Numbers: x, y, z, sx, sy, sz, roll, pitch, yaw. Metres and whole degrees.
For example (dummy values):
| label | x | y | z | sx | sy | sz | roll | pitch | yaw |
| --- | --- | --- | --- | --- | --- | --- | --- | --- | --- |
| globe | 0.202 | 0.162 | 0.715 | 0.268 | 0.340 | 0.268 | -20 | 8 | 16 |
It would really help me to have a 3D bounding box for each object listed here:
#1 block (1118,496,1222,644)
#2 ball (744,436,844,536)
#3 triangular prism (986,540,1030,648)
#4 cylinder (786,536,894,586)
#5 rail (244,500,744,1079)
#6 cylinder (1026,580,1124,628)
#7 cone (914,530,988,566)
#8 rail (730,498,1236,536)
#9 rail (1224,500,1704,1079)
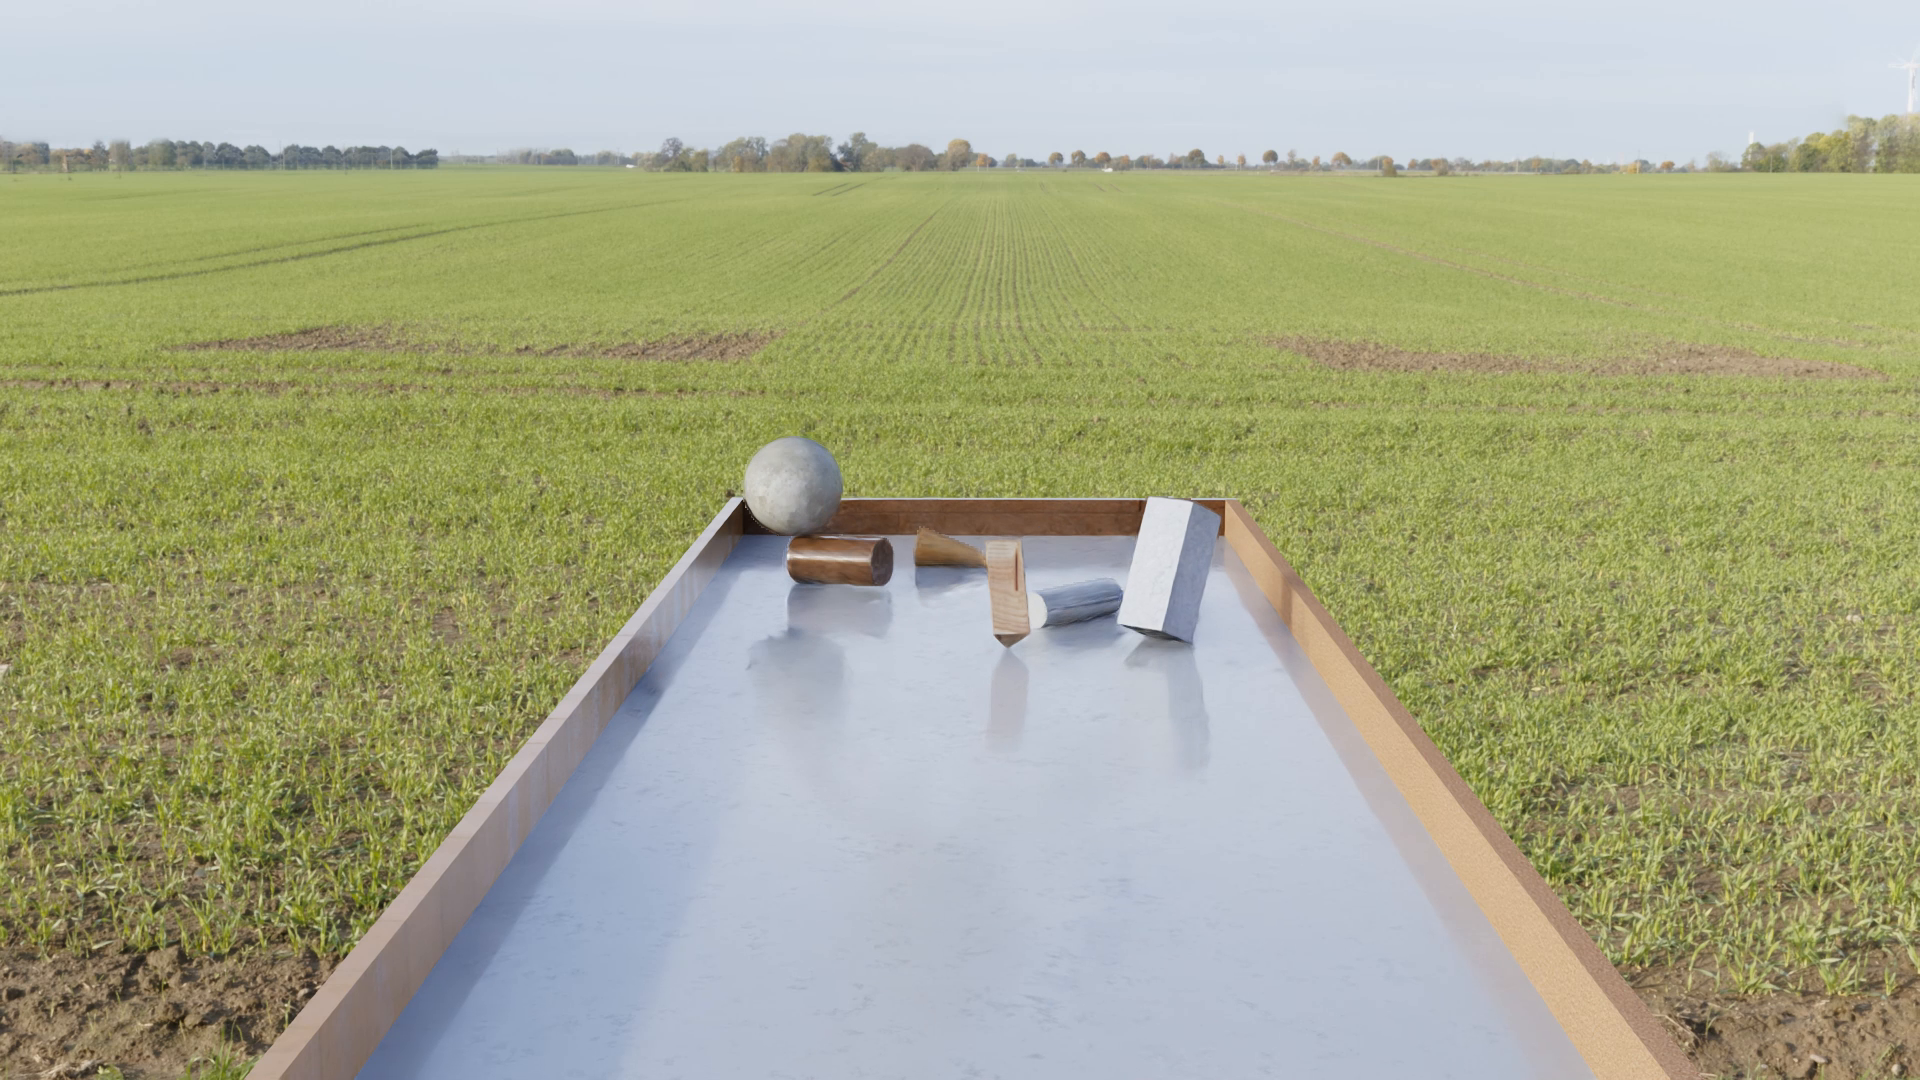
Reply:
| label | x | y | z | sx | sy | sz | roll | pitch | yaw |
| --- | --- | --- | --- | --- | --- | --- | --- | --- | --- |
| block | 0.664 | 0.095 | 6.966 | 0.173 | 0.418 | 0.173 | 8 | -10 | 41 |
| ball | -0.605 | -0.197 | 7.995 | 0.360 | 0.360 | 0.360 | 0 | 9 | 0 |
| triangular prism | 0.143 | 0.170 | 6.913 | 0.115 | 0.329 | 0.100 | -1 | -28 | -7 |
| cylinder | -0.433 | 0.075 | 7.955 | 0.349 | 0.171 | 0.171 | 3 | 9 | 27 |
| rail | -1.004 | 0.839 | 3.234 | 0.050 | 0.150 | 12.000 | 0 | 9 | 1 |
| cylinder | 0.375 | 0.211 | 7.307 | 0.116 | 0.116 | 0.380 | 9 | 13 | 44 |
| cone | 0.028 | 0.064 | 8.381 | 0.384 | 0.142 | 0.142 | 11 | 10 | 4 |
| rail | 0.099 | -0.098 | 9.147 | 2.100 | 0.150 | 0.050 | 0 | 9 | 1 |
| rail | 1.046 | 0.843 | 3.208 | 0.050 | 0.150 | 12.000 | 0 | 9 | 1 |
